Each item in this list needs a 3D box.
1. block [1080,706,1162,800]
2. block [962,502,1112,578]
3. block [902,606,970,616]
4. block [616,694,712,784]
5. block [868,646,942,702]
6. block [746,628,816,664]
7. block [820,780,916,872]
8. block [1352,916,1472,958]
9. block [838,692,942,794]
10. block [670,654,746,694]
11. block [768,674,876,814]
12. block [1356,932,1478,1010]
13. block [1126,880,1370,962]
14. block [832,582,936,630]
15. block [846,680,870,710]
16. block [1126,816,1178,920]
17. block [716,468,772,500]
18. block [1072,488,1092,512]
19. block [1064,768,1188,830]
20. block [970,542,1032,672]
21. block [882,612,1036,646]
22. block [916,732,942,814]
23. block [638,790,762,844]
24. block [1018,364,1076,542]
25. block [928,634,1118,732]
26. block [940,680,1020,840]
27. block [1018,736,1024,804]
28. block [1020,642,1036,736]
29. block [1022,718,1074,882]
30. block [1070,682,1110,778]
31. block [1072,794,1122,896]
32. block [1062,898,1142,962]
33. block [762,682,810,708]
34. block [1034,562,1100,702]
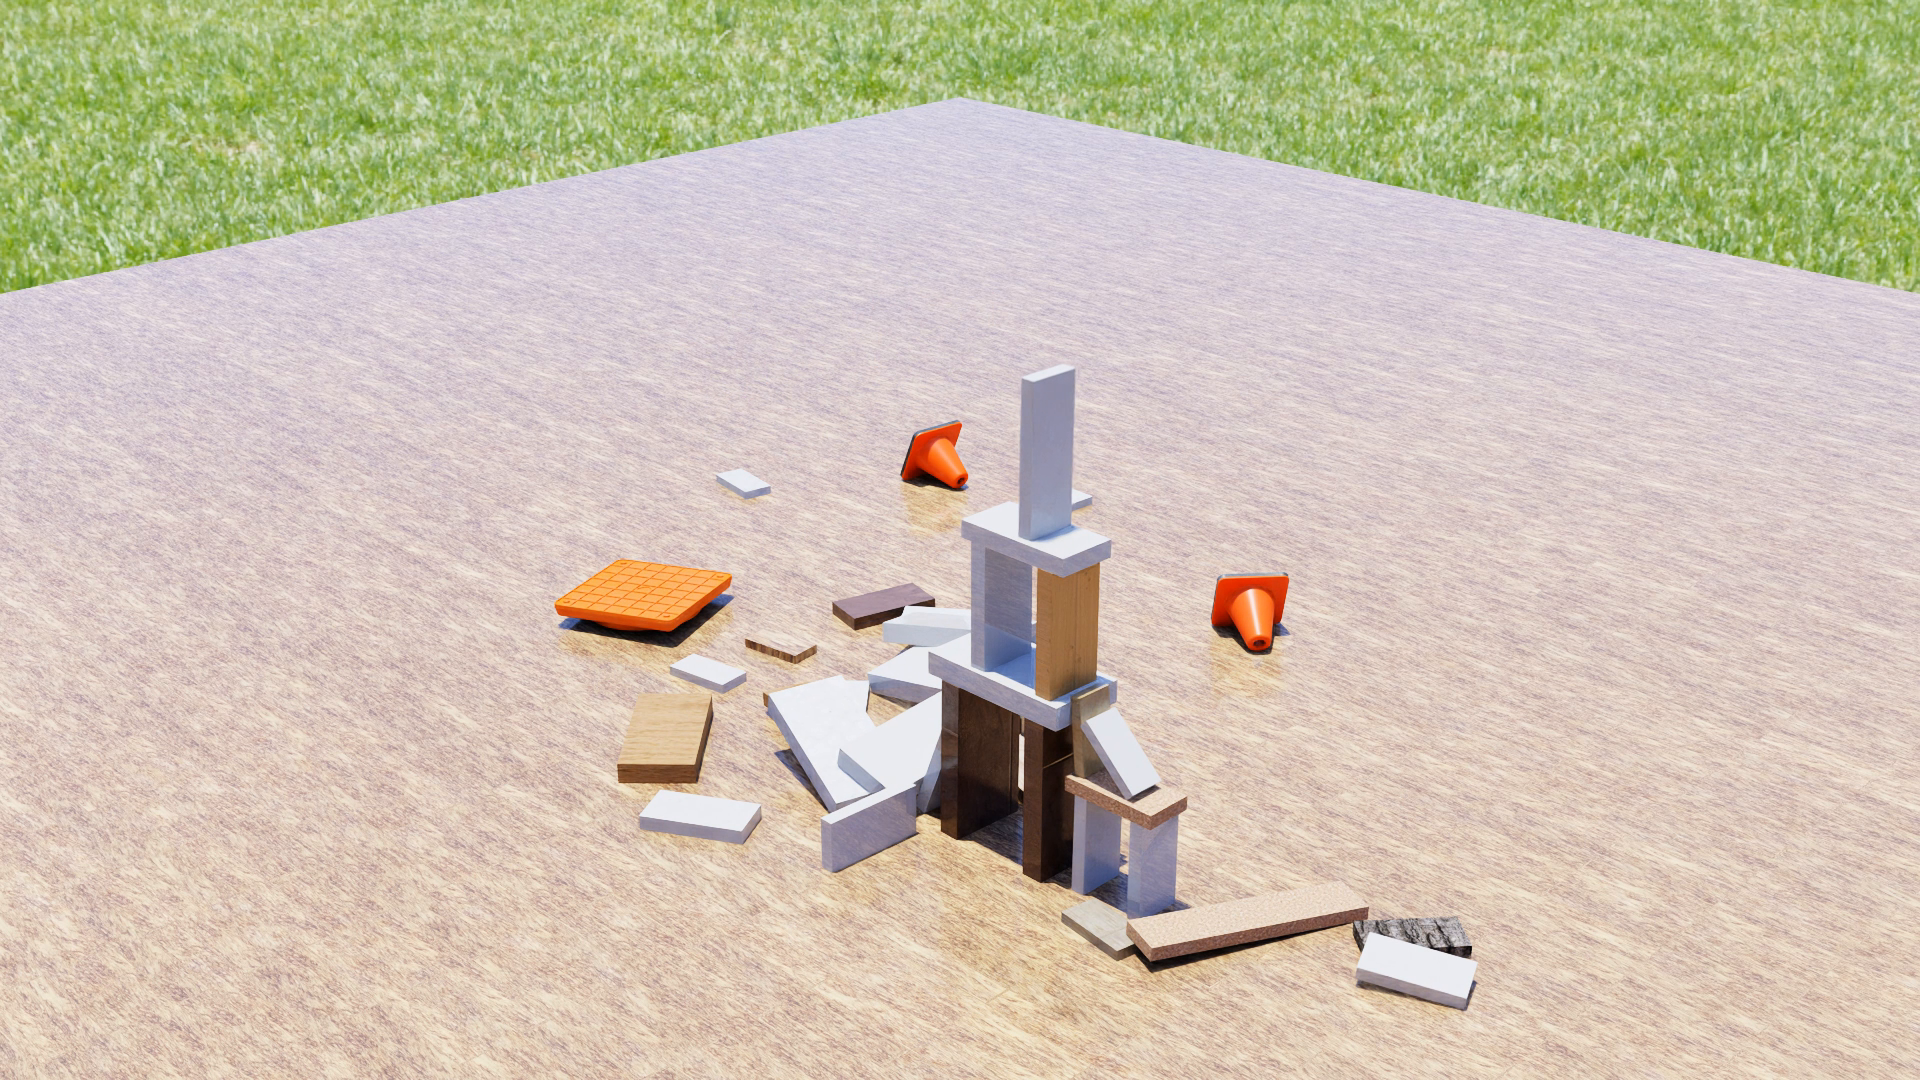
[{"bbox_3d":[0.297,0.394,4.061,0.081,0.023,0.161,-21,74,-40],"label":"block"},{"bbox_3d":[0.139,-0.003,4.065,0.130,0.037,0.259,-21,31,-40],"label":"block"},{"bbox_3d":[-0.027,0.201,5.245,0.227,0.032,0.112,3,23,8],"label":"block"},{"bbox_3d":[-0.628,0.422,4.708,0.161,0.046,0.322,0,23,0],"label":"block"},{"bbox_3d":[-0.030,0.306,4.874,0.169,0.048,0.337,-28,24,-38],"label":"block"},{"bbox_3d":[-0.419,0.247,5.150,0.155,0.022,0.077,16,28,34],"label":"block"},{"bbox_3d":[-0.177,0.559,4.303,0.219,0.109,0.031,-20,30,-39],"label":"block"},{"bbox_3d":[0.823,0.729,4.008,0.194,0.028,0.097,-2,23,-4],"label":"block"},{"bbox_3d":[-0.078,0.424,4.526,0.322,0.046,0.161,-27,51,-38],"label":"block"},{"bbox_3d":[-0.575,0.304,5.014,0.162,0.023,0.081,16,28,33],"label":"block"},{"bbox_3d":[-0.253,0.426,4.562,0.169,0.048,0.338,-14,44,-25],"label":"block"},{"bbox_3d":[0.808,0.762,3.891,0.194,0.028,0.097,13,35,18],"label":"block"},{"bbox_3d":[0.531,0.699,4.046,0.455,0.028,0.097,-6,24,-22],"label":"block"},{"bbox_3d":[-0.185,0.161,5.341,0.224,0.032,0.112,-13,26,-28],"label":"block"},{"bbox_3d":[-0.244,0.357,4.890,0.077,0.022,0.155,1,23,1],"label":"block"},{"bbox_3d":[0.358,0.598,4.083,0.030,0.209,0.104,21,31,41],"label":"block"},{"bbox_3d":[-0.601,-0.156,6.099,0.081,0.023,0.162,-15,27,-32],"label":"block"},{"bbox_3d":[0.273,-0.099,5.964,0.162,0.023,0.081,-20,30,-38],"label":"block"},{"bbox_3d":[0.307,0.469,4.082,0.209,0.030,0.104,21,31,40],"label":"block"},{"bbox_3d":[0.079,0.109,4.179,0.130,0.259,0.037,-21,31,-40],"label":"block"},{"bbox_3d":[0.003,0.211,5.053,0.322,0.046,0.161,4,9,26],"label":"block"},{"bbox_3d":[-0.018,0.451,4.432,0.105,0.211,0.030,-22,52,-41],"label":"block"},{"bbox_3d":[-0.520,0.555,4.412,0.219,0.031,0.109,6,24,15],"label":"block"},{"bbox_3d":[0.157,-0.158,3.988,0.109,0.308,0.031,-21,31,-40],"label":"block"},{"bbox_3d":[0.118,0.261,4.214,0.170,0.048,0.339,-21,31,-40],"label":"block"},{"bbox_3d":[0.041,0.410,4.359,0.170,0.339,0.048,-20,31,-39],"label":"block"},{"bbox_3d":[0.126,0.473,4.565,0.105,0.030,0.211,-14,36,-31],"label":"block"},{"bbox_3d":[0.124,0.306,4.979,0.169,0.048,0.484,7,24,16],"label":"block"},{"bbox_3d":[0.197,0.471,4.216,0.170,0.339,0.048,-21,31,-41],"label":"block"},{"bbox_3d":[0.246,0.355,4.105,0.081,0.161,0.023,-21,25,-40],"label":"block"},{"bbox_3d":[0.261,0.560,4.172,0.030,0.209,0.104,22,31,40],"label":"block"},{"bbox_3d":[0.268,0.716,4.045,0.081,0.023,0.161,-16,28,-33],"label":"block"},{"bbox_3d":[-0.329,0.364,4.782,0.112,0.032,0.224,-12,18,-28],"label":"block"},{"bbox_3d":[0.199,0.157,4.067,0.130,0.259,0.037,-21,31,-40],"label":"block"}]
